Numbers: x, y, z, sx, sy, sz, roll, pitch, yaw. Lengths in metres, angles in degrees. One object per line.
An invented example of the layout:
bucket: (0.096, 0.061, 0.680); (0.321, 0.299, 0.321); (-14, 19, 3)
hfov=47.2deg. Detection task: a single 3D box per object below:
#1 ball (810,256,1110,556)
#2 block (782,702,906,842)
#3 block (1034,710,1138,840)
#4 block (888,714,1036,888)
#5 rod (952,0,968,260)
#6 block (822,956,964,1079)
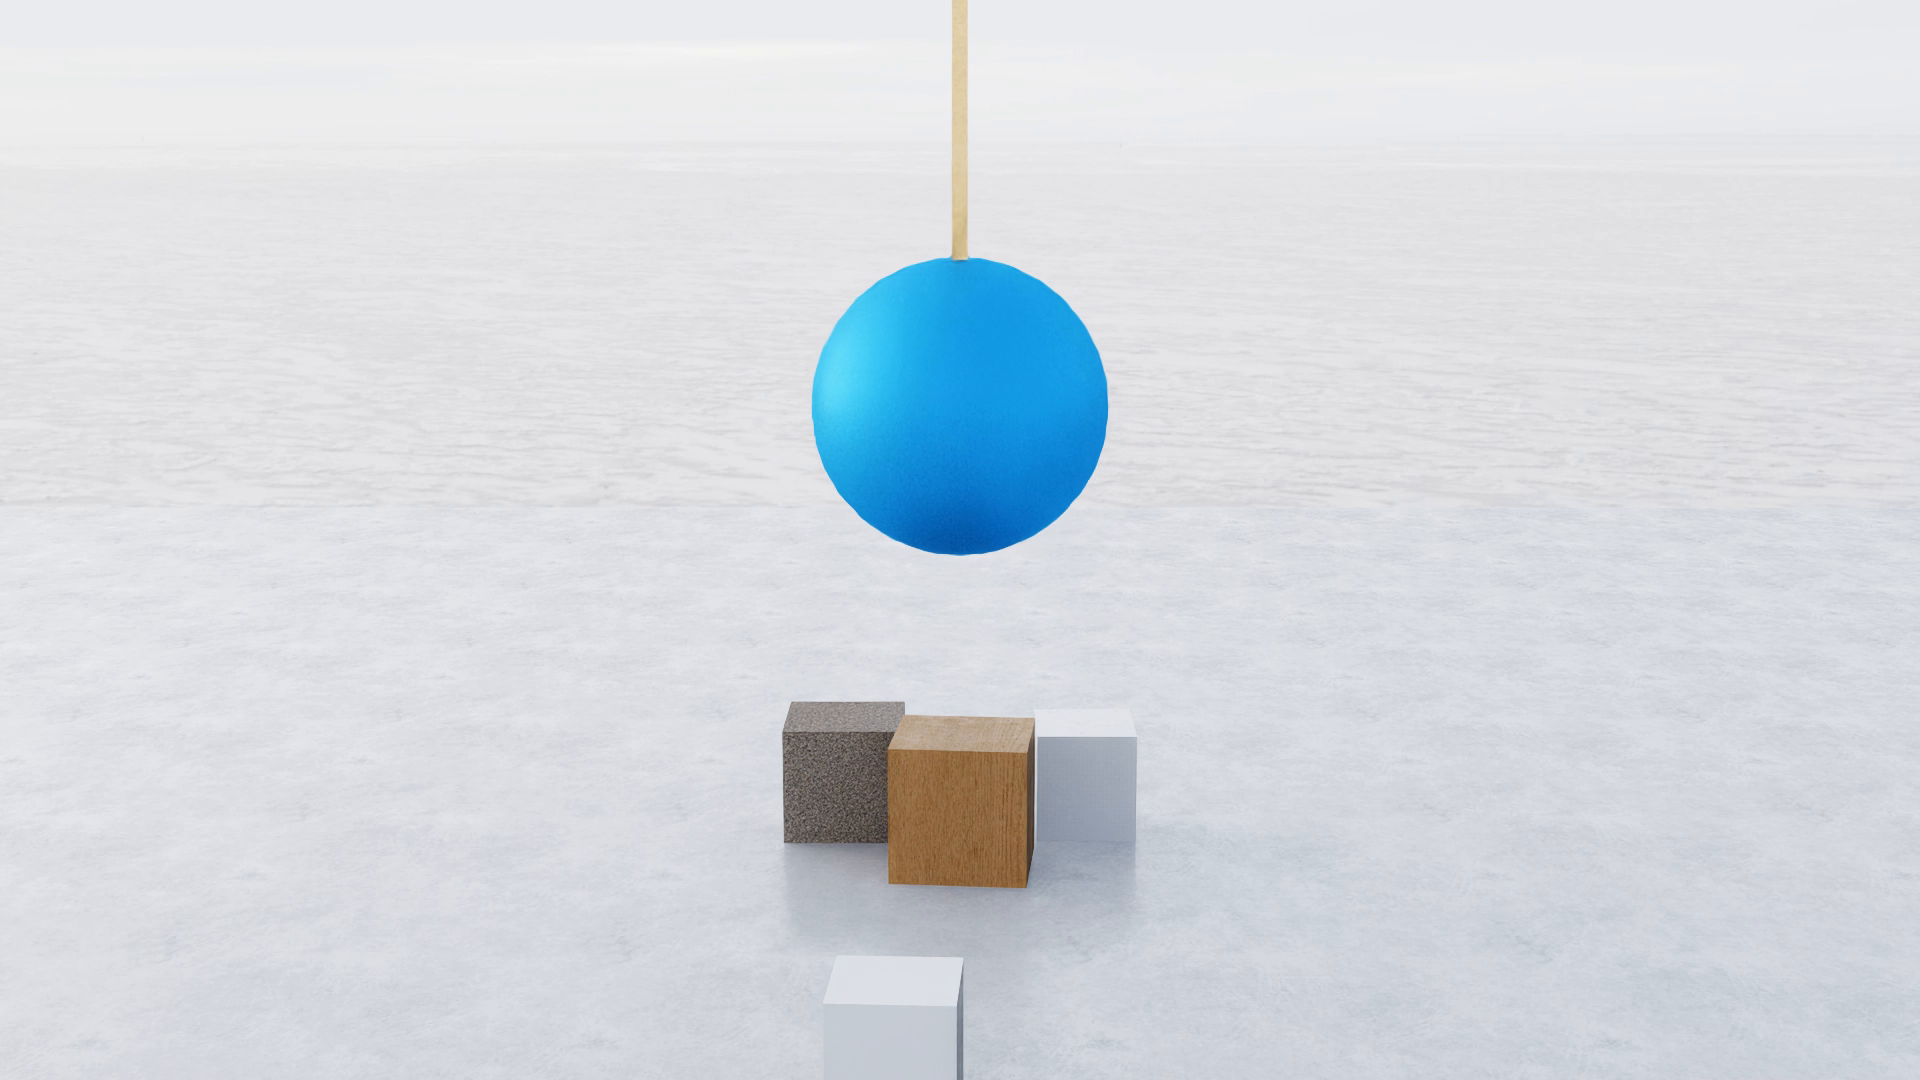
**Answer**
ball: (0.000, -0.717, 11.812); (1.600, 1.600, 1.600); (0, 10, 0)
block: (-0.591, 1.193, 11.378); (0.601, 0.581, 0.607); (0, 10, 0)
block: (0.641, 1.210, 11.382); (0.502, 0.547, 0.541); (0, 10, 0)
block: (0.016, 1.266, 10.738); (0.661, 0.667, 0.635); (1, 10, 5)
rod: (0.000, -3.960, 10.790); (0.080, 5.200, 0.080); (0, 17, 0)
block: (-0.235, 1.843, 8.002); (0.472, 0.511, 0.465); (1, 10, 3)
